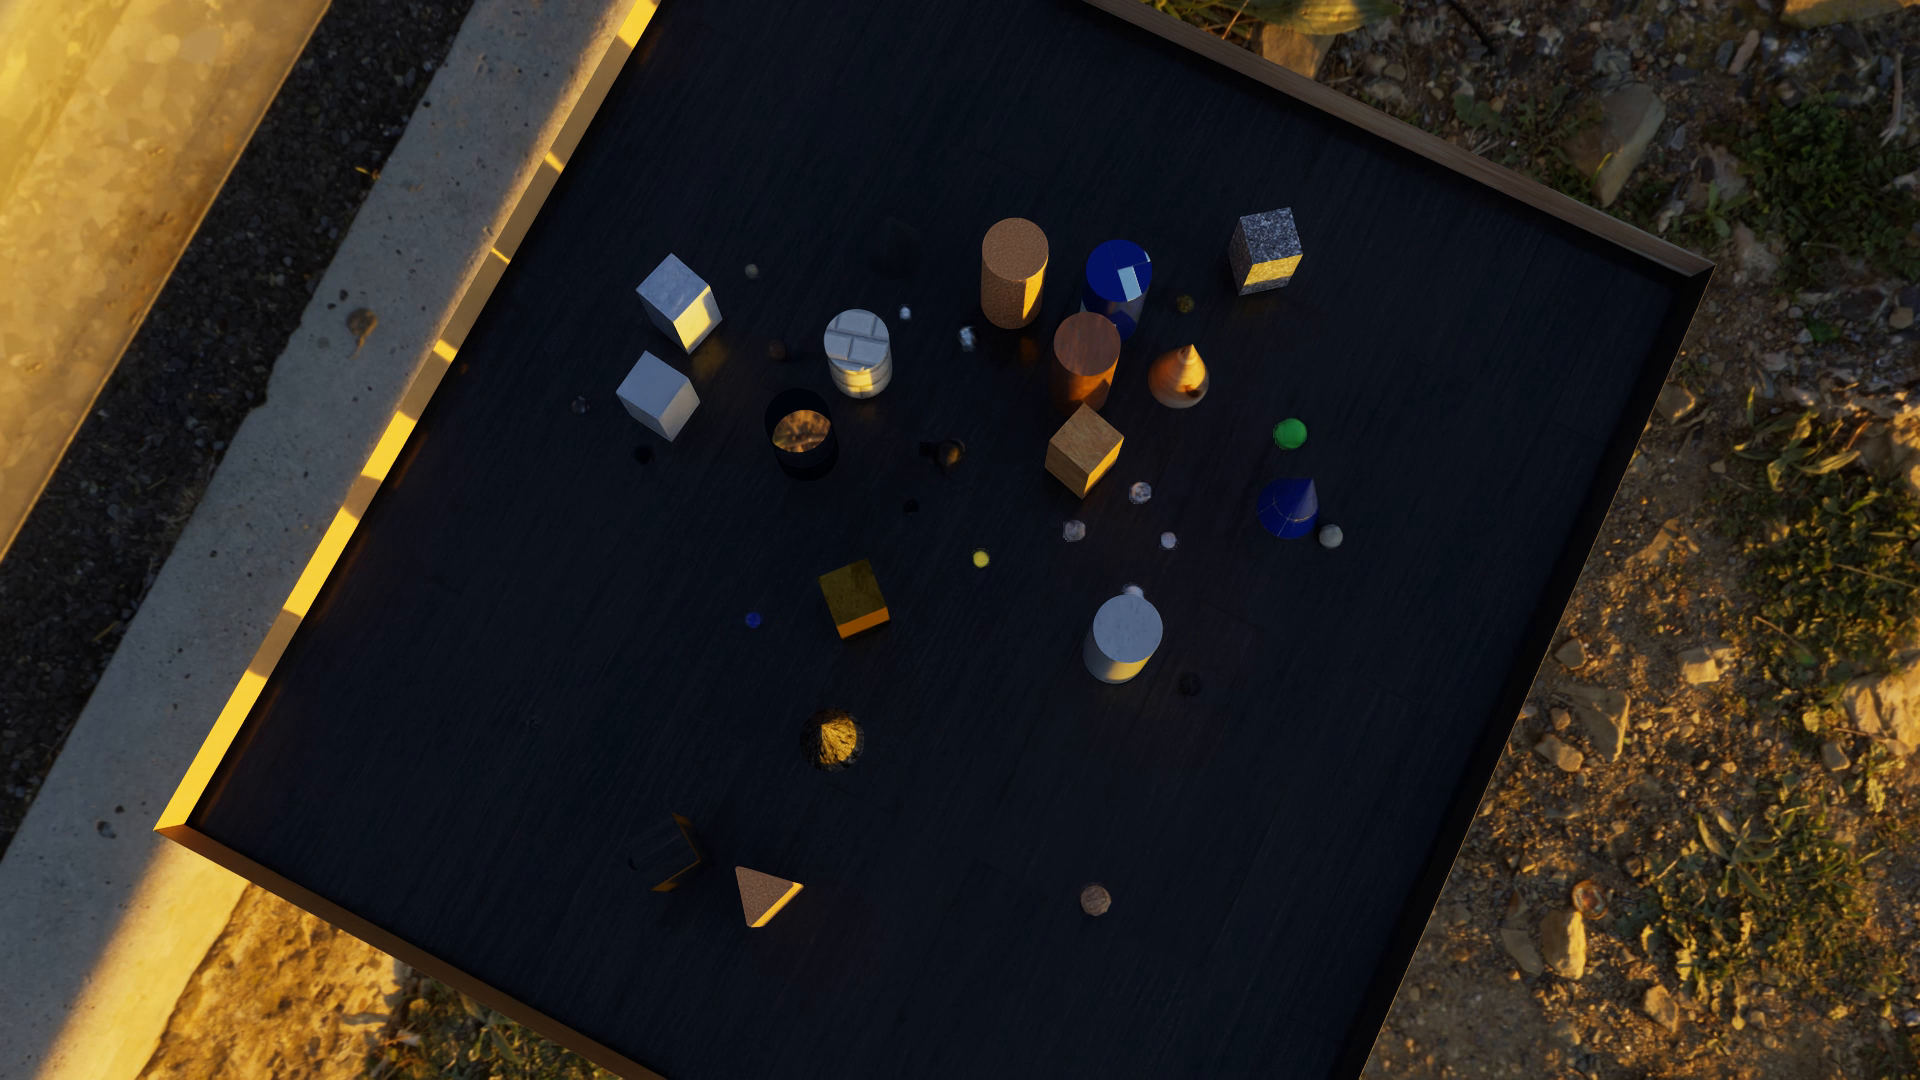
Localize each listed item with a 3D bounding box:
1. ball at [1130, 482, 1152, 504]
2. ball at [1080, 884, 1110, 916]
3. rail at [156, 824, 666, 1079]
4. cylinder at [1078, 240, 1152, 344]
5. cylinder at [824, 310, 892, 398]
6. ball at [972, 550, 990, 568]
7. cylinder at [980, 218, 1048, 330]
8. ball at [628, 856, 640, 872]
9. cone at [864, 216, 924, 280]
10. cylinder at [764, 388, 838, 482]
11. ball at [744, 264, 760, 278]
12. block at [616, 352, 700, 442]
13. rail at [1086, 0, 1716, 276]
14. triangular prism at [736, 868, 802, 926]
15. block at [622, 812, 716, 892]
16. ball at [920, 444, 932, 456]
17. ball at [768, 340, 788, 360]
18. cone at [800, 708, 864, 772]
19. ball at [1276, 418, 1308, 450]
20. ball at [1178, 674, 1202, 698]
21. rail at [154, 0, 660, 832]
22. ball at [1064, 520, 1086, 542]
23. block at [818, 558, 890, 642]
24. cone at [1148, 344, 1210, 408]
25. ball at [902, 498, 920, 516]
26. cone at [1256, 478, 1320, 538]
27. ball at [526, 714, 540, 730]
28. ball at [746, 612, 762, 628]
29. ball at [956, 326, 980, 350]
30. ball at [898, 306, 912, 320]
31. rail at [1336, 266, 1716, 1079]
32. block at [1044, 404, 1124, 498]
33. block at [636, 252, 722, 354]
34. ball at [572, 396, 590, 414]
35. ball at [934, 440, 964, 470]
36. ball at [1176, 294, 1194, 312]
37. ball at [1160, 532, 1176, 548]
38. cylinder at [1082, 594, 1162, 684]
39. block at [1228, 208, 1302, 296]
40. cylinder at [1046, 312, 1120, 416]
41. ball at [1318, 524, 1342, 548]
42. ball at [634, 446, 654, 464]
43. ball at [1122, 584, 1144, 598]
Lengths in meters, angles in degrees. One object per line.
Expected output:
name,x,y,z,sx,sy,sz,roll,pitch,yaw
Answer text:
ball,0.555,-0.146,5.613,0.066,0.066,0.066,0,78,0
ball,0.396,1.052,5.354,0.088,0.088,0.088,0,78,0
rail,-0.804,1.581,5.224,3.414,0.126,0.045,26,80,5
cylinder,0.465,-0.744,5.557,0.194,0.418,0.194,0,78,0
cylinder,-0.307,-0.564,5.585,0.194,0.291,0.194,0,78,0
ball,0.063,0.058,5.578,0.051,0.051,0.051,0,78,0
cylinder,0.161,-0.802,5.554,0.194,0.447,0.194,0,78,0
ball,-0.946,0.943,5.391,0.060,0.060,0.060,0,78,0
cone,-0.209,-0.946,5.663,0.194,0.293,0.194,0,78,0
cylinder,-0.472,-0.312,5.498,0.194,0.358,0.194,0,78,0
ball,-0.656,-0.846,5.768,0.047,0.047,0.047,0,78,0
block,-0.916,-0.434,5.573,0.155,0.262,0.155,33,80,6
rail,0.804,-1.567,5.875,3.414,0.126,0.045,26,80,5
triangular prism,-0.572,0.993,5.243,0.168,0.328,0.145,-43,81,-8
block,-0.827,0.896,5.241,0.155,0.373,0.155,-31,80,-6
ball,-0.106,-0.277,5.653,0.041,0.041,0.041,0,78,0
ball,-0.569,-0.592,5.706,0.064,0.064,0.064,0,78,0
cone,-0.383,0.555,5.280,0.194,0.434,0.194,0,78,0
ball,1.020,-0.328,5.635,0.097,0.097,0.097,0,78,0
ball,0.690,0.437,5.489,0.072,0.072,0.072,0,78,0
rail,-1.506,-0.731,5.702,0.045,0.126,3.641,26,80,5
ball,0.351,-0.029,5.589,0.065,0.065,0.065,0,78,0
block,-0.311,0.181,5.421,0.155,0.310,0.155,-22,79,-4
cone,0.682,-0.539,5.547,0.194,0.355,0.194,0,78,0
ball,-0.151,-0.100,5.611,0.052,0.052,0.052,0,78,0
cone,1.010,-0.138,5.442,0.194,0.397,0.194,0,78,0
ball,-1.277,0.543,5.481,0.045,0.045,0.045,0,78,0
ball,-0.624,0.241,5.542,0.049,0.049,0.049,0,78,0
ball,0.027,-0.630,5.709,0.075,0.075,0.075,0,78,0
ball,-0.172,-0.710,5.743,0.040,0.040,0.040,0,78,0
rail,1.506,0.744,5.397,0.045,0.126,3.641,26,80,5
block,0.370,-0.264,5.508,0.155,0.319,0.155,41,81,8
block,-0.856,-0.719,5.604,0.155,0.316,0.155,41,81,8
ball,-1.175,-0.416,5.675,0.055,0.055,0.055,0,78,0
ball,-0.035,-0.262,5.622,0.095,0.095,0.095,0,78,0
ball,0.704,-0.743,5.742,0.055,0.055,0.055,0,78,0
ball,0.636,0.000,5.591,0.050,0.050,0.050,0,78,0
cylinder,0.468,0.293,5.325,0.194,0.453,0.194,0,78,0
block,0.939,-0.889,5.658,0.155,0.279,0.155,-12,79,-2
cylinder,0.367,-0.519,5.495,0.194,0.449,0.194,0,78,0
ball,1.130,-0.011,5.582,0.072,0.072,0.072,0,78,0
ball,-0.975,-0.262,5.641,0.059,0.059,0.059,0,78,0
ball,0.524,0.168,5.549,0.064,0.064,0.064,0,78,0
